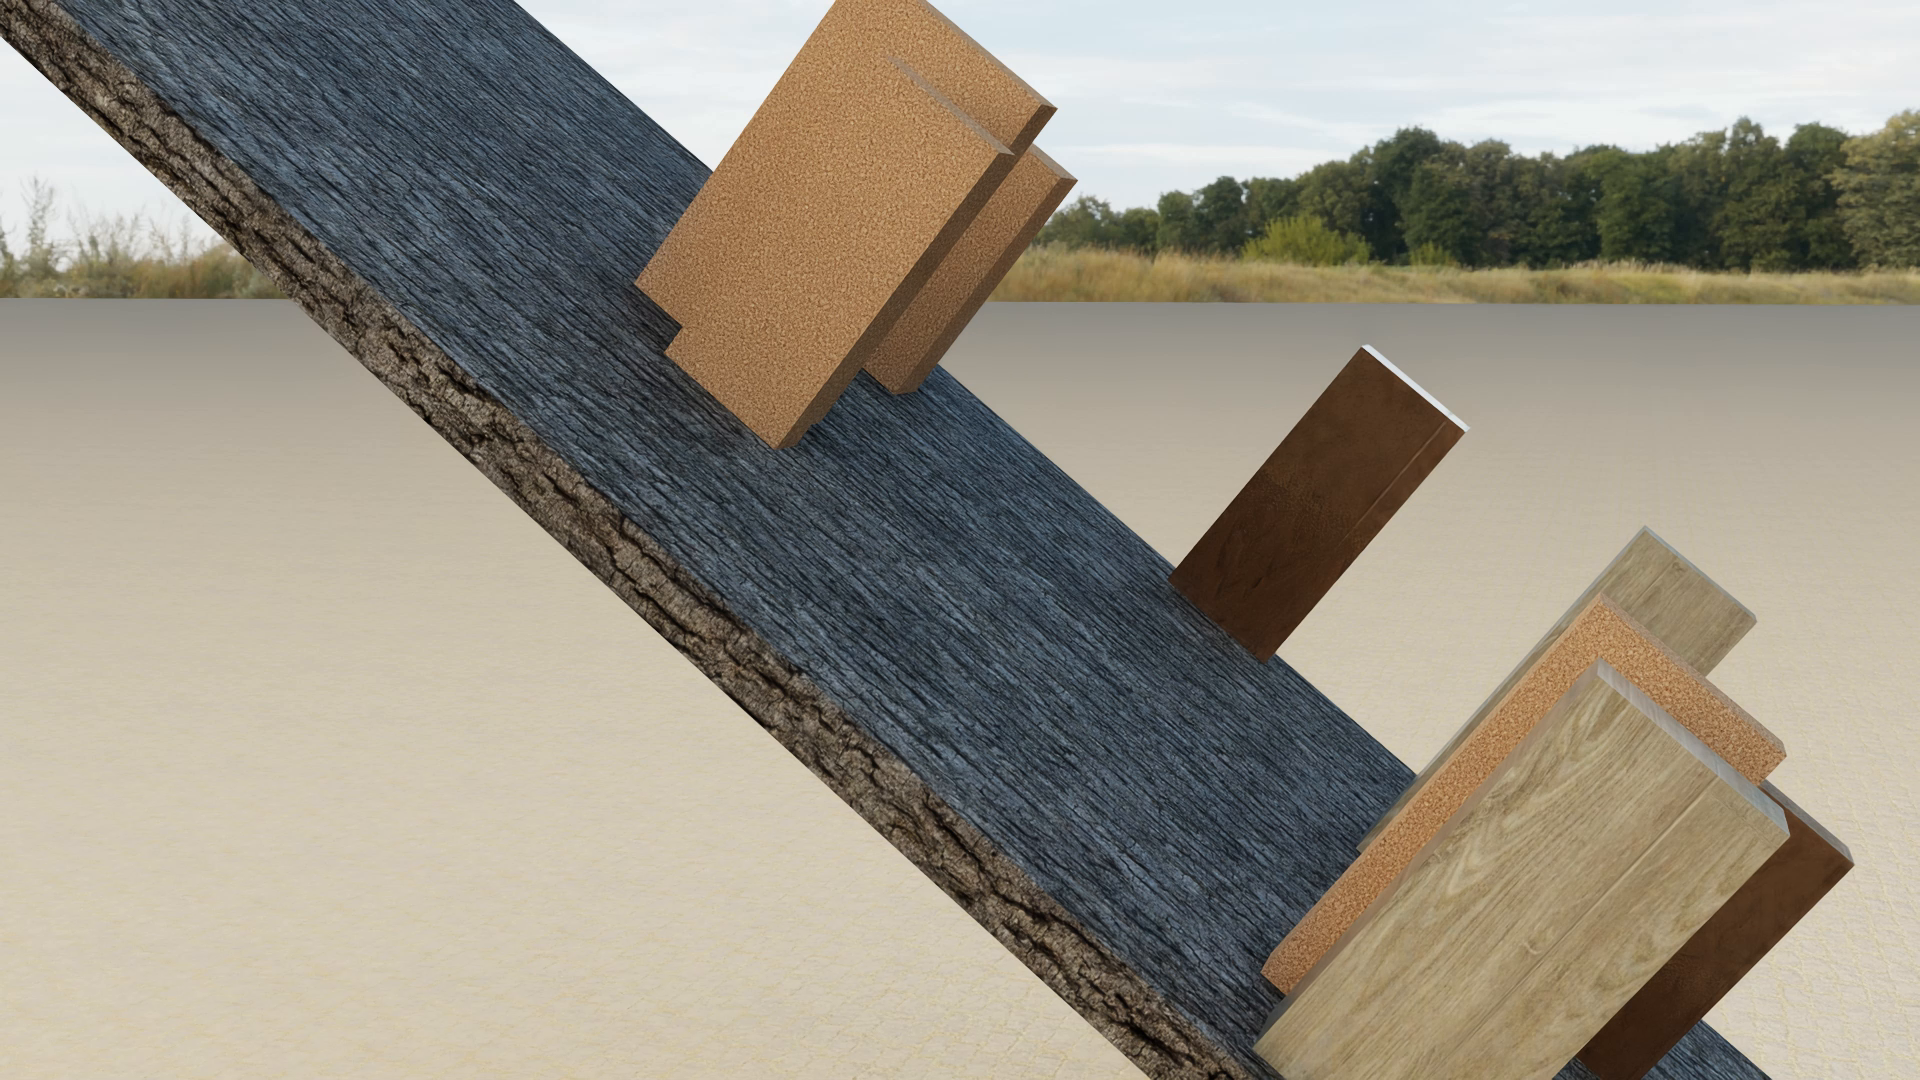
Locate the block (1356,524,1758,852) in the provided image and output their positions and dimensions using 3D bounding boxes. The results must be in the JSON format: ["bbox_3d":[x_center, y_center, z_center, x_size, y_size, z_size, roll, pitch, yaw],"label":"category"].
[{"bbox_3d":[1.079,0.354,4.012,0.248,0.787,0.090,41,16,9],"label":"block"}]

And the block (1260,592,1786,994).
[{"bbox_3d":[0.807,0.465,3.196,0.326,0.744,0.099,41,16,9],"label":"block"}]

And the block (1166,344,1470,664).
[{"bbox_3d":[0.771,-0.076,4.751,0.281,0.657,0.129,41,16,9],"label":"block"}]

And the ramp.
[{"bbox_3d":[-0.012,0.062,4.046,4.000,0.100,2.000,41,16,9],"label":"ramp"}]

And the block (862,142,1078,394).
[{"bbox_3d":[-0.104,-0.663,4.610,0.426,0.570,0.145,41,16,9],"label":"block"}]

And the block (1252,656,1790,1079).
[{"bbox_3d":[0.749,0.529,2.976,0.310,0.700,0.149,41,16,9],"label":"block"}]

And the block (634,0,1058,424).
[{"bbox_3d":[-0.213,-0.617,3.965,0.411,0.725,0.114,41,16,9],"label":"block"}]

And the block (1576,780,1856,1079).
[{"bbox_3d":[1.269,0.678,3.914,0.275,0.583,0.121,41,16,9],"label":"block"}]

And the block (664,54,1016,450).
[{"bbox_3d":[-0.211,-0.487,3.768,0.263,0.641,0.099,41,16,9],"label":"block"}]
